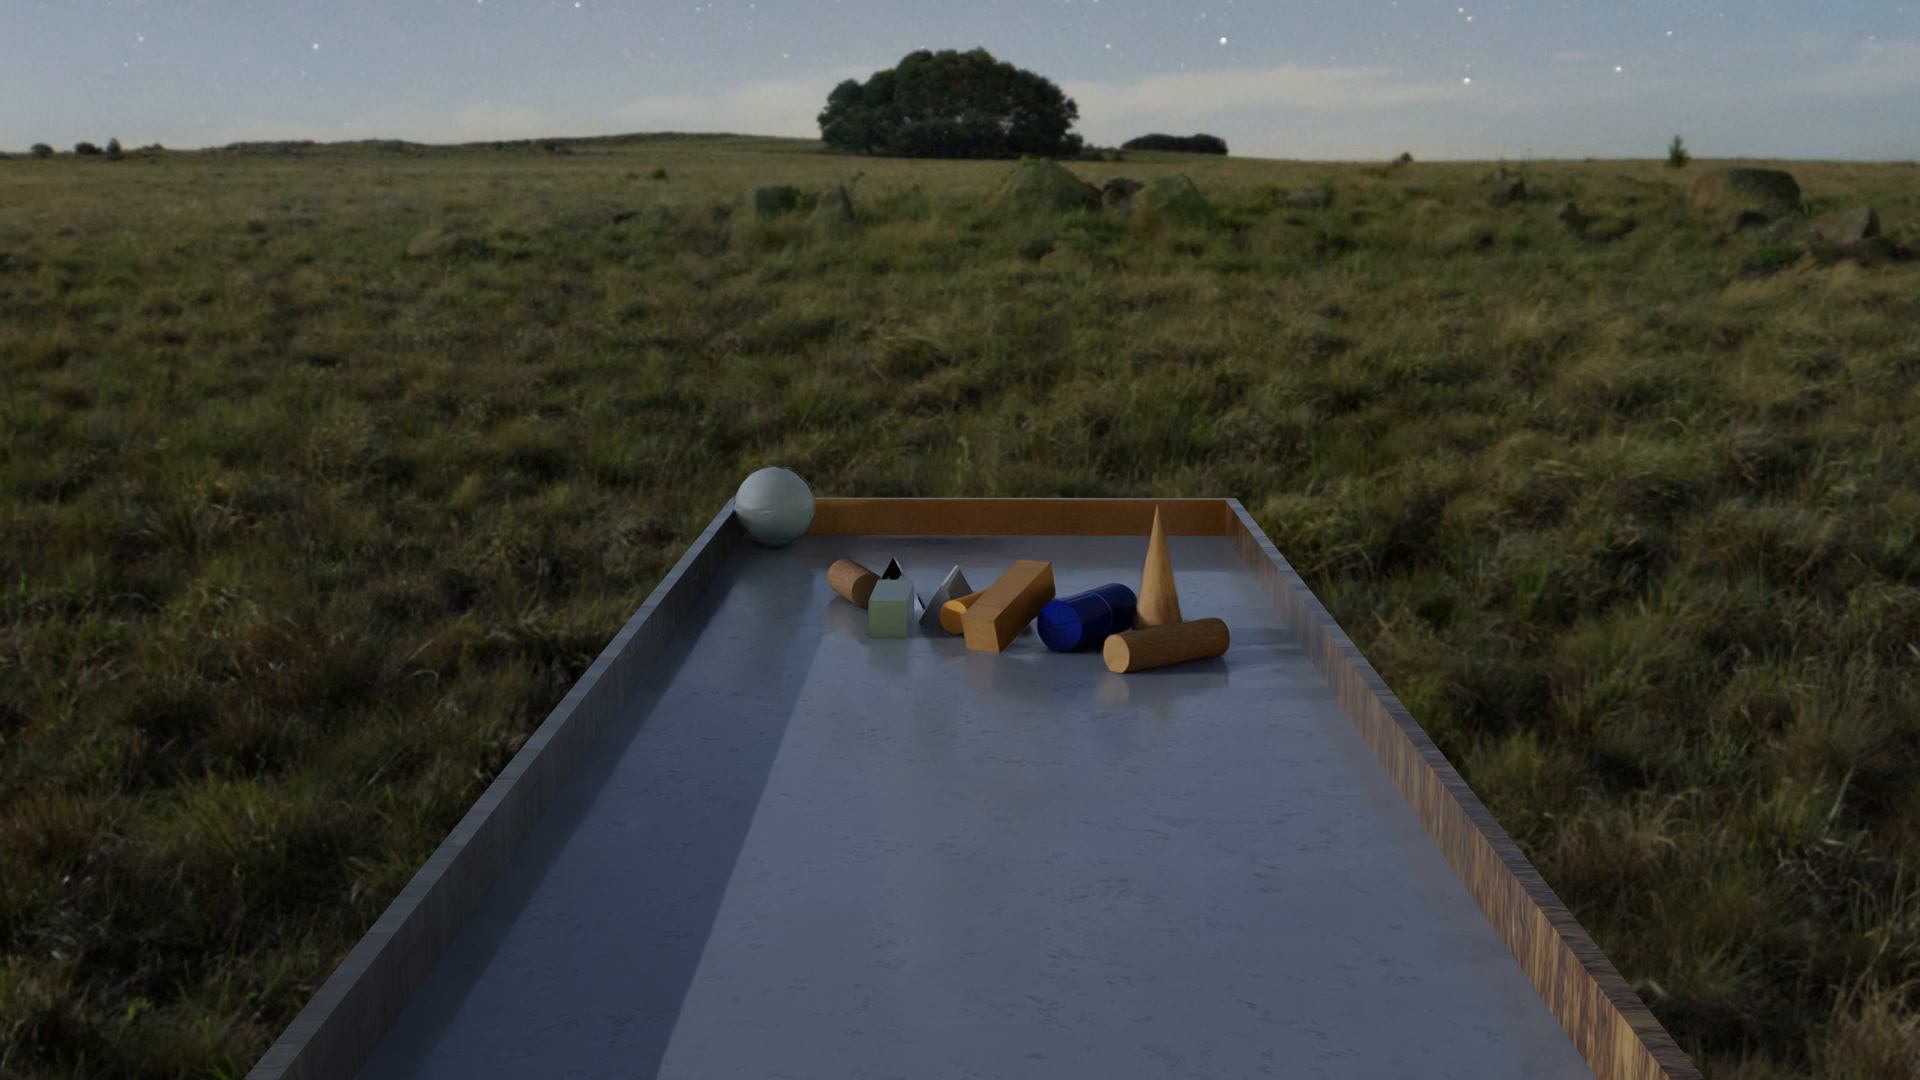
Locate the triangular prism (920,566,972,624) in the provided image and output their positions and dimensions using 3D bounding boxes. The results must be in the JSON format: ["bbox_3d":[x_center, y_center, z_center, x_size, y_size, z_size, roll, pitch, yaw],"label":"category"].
[{"bbox_3d":[-0.035,0.182,7.415,0.152,0.131,0.383,1,9,7],"label":"triangular prism"}]

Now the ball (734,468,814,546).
[{"bbox_3d":[-0.746,-0.133,8.829,0.319,0.319,0.319,0,9,0],"label":"ball"}]

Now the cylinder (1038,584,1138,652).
[{"bbox_3d":[0.408,0.243,6.969,0.159,0.159,0.376,6,11,32],"label":"cylinder"}]

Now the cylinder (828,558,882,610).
[{"bbox_3d":[-0.359,0.152,7.647,0.126,0.126,0.318,-3,9,-18],"label":"cylinder"}]

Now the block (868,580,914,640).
[{"bbox_3d":[-0.223,0.225,7.202,0.122,0.122,0.392,0,9,2],"label":"block"}]

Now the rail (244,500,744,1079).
[{"bbox_3d":[-1.004,0.839,3.234,0.050,0.150,12.000,0,9,1],"label":"rail"}]

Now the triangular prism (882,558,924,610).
[{"bbox_3d":[-0.213,0.148,7.648,0.145,0.126,0.332,-1,9,-7],"label":"triangular prism"}]

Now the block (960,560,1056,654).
[{"bbox_3d":[0.156,0.206,6.948,0.118,0.118,0.389,5,29,30],"label":"block"}]

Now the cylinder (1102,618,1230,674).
[{"bbox_3d":[0.626,0.316,6.644,0.421,0.117,0.117,-7,12,-38],"label":"cylinder"}]

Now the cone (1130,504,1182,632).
[{"bbox_3d":[0.627,0.090,6.982,0.173,0.424,0.173,1,-10,0],"label":"cone"}]

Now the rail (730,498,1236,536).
[{"bbox_3d":[0.099,-0.098,9.147,2.100,0.150,0.050,0,9,1],"label":"rail"}]

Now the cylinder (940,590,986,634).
[{"bbox_3d":[0.092,0.220,7.270,0.111,0.111,0.436,5,10,30],"label":"cylinder"}]

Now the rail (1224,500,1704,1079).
[{"bbox_3d":[1.046,0.843,3.208,0.050,0.150,12.000,0,9,1],"label":"rail"}]

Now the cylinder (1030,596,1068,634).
[{"bbox_3d":[0.375,0.233,7.197,0.107,0.107,0.352,8,12,41],"label":"cylinder"}]
